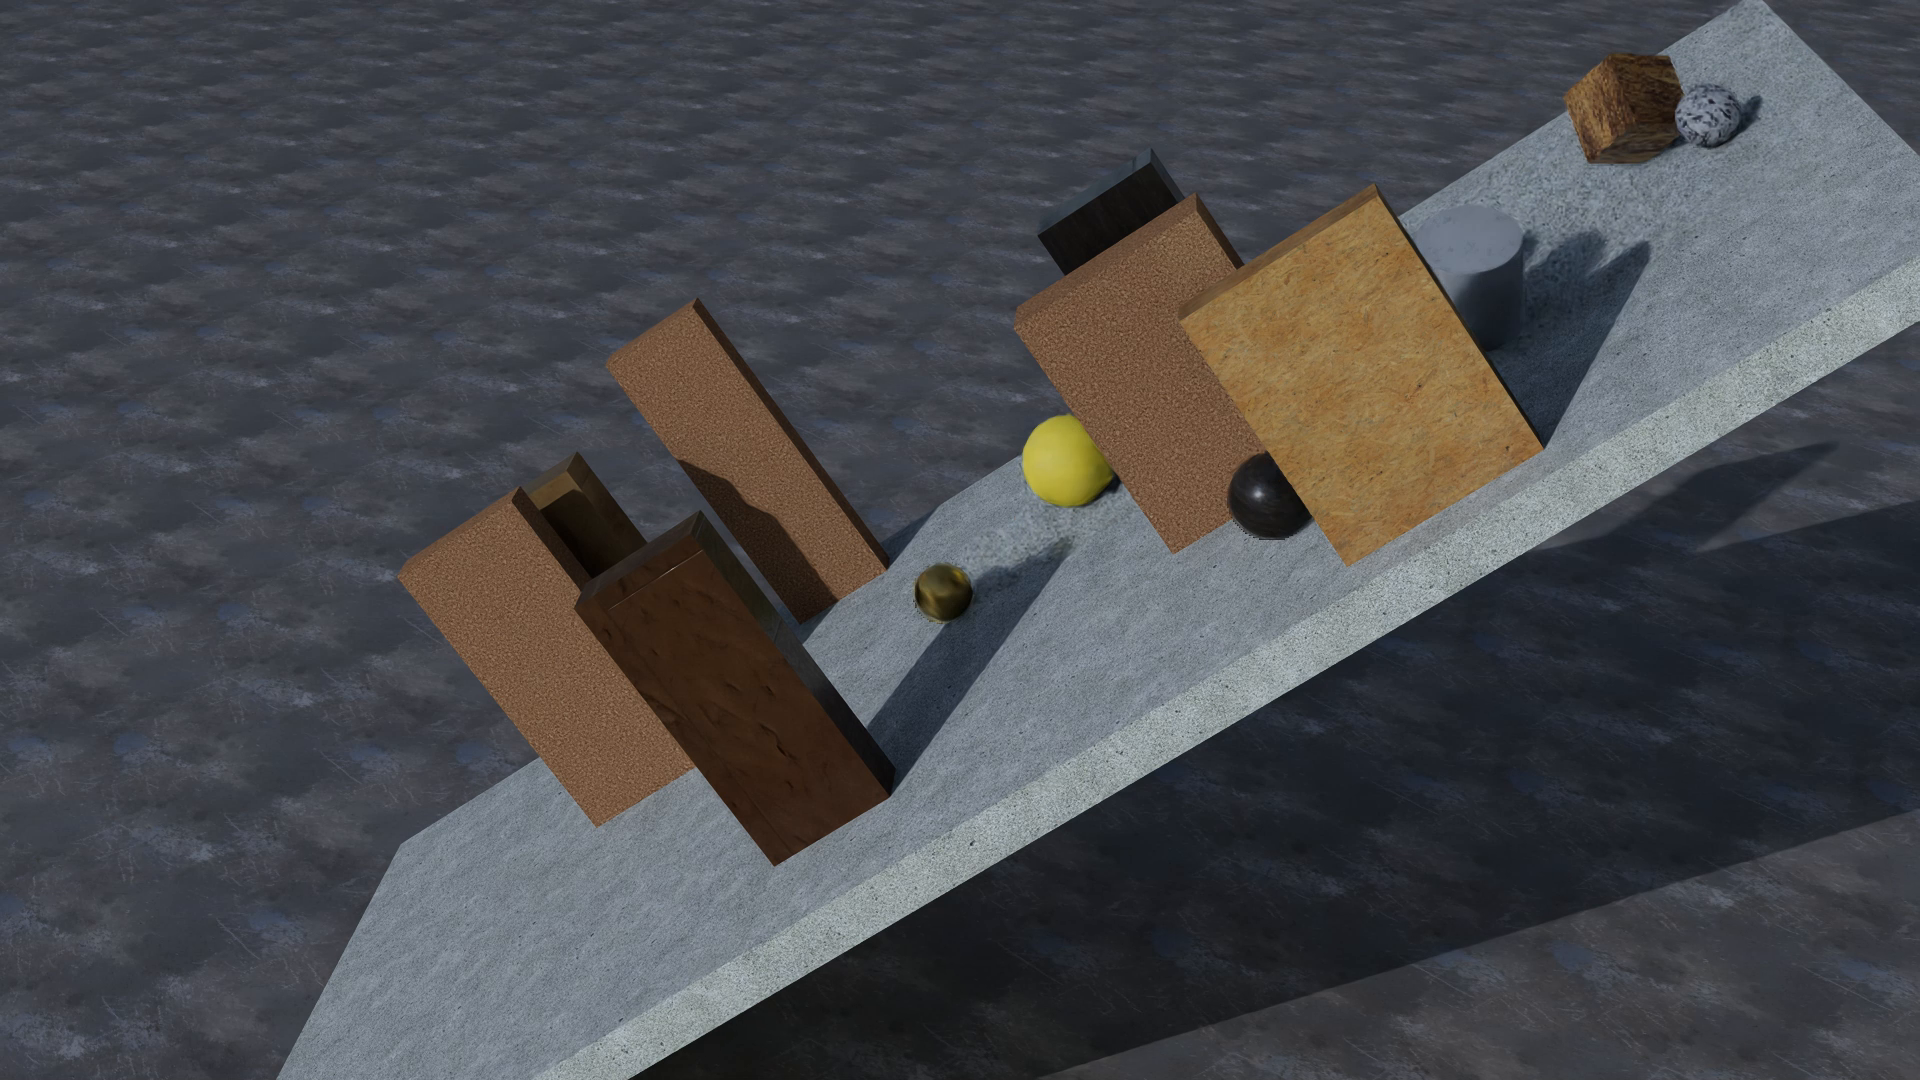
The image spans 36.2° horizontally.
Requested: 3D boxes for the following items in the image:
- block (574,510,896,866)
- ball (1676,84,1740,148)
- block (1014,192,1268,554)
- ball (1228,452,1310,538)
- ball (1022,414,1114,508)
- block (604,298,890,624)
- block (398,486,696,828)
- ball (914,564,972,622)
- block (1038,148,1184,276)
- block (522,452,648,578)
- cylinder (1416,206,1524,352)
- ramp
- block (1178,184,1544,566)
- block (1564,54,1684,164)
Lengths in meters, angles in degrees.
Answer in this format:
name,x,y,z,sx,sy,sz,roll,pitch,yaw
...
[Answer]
name,x,y,z,sx,sy,sz,roll,pitch,yaw
block,-0.433,0.293,5.735,0.281,0.657,0.129,-32,16,15
ball,1.514,-0.860,5.959,0.127,0.127,0.127,0,21,0
block,0.446,-0.327,5.845,0.426,0.570,0.145,-32,16,15
ball,0.592,-0.085,5.582,0.164,0.164,0.164,0,21,0
ball,0.241,-0.176,6.533,0.206,0.206,0.206,0,21,0
block,-0.505,-0.184,7.053,0.259,0.793,0.083,-32,16,15
block,-0.909,0.270,6.668,0.326,0.744,0.099,-32,16,15
ball,-0.036,0.114,6.421,0.127,0.127,0.127,0,21,0
block,0.457,-0.449,6.024,0.272,0.654,0.129,-32,16,15
block,-0.849,0.189,6.873,0.386,0.696,0.135,-32,16,15
cylinder,0.995,-0.508,5.734,0.204,0.204,0.204,-6,45,6
ramp,0.137,0.173,6.303,4.000,0.100,2.000,-32,16,15
block,0.707,-0.286,5.192,0.406,0.550,0.092,-32,16,15
block,1.381,-0.891,6.079,0.161,0.161,0.161,-5,-22,-30
